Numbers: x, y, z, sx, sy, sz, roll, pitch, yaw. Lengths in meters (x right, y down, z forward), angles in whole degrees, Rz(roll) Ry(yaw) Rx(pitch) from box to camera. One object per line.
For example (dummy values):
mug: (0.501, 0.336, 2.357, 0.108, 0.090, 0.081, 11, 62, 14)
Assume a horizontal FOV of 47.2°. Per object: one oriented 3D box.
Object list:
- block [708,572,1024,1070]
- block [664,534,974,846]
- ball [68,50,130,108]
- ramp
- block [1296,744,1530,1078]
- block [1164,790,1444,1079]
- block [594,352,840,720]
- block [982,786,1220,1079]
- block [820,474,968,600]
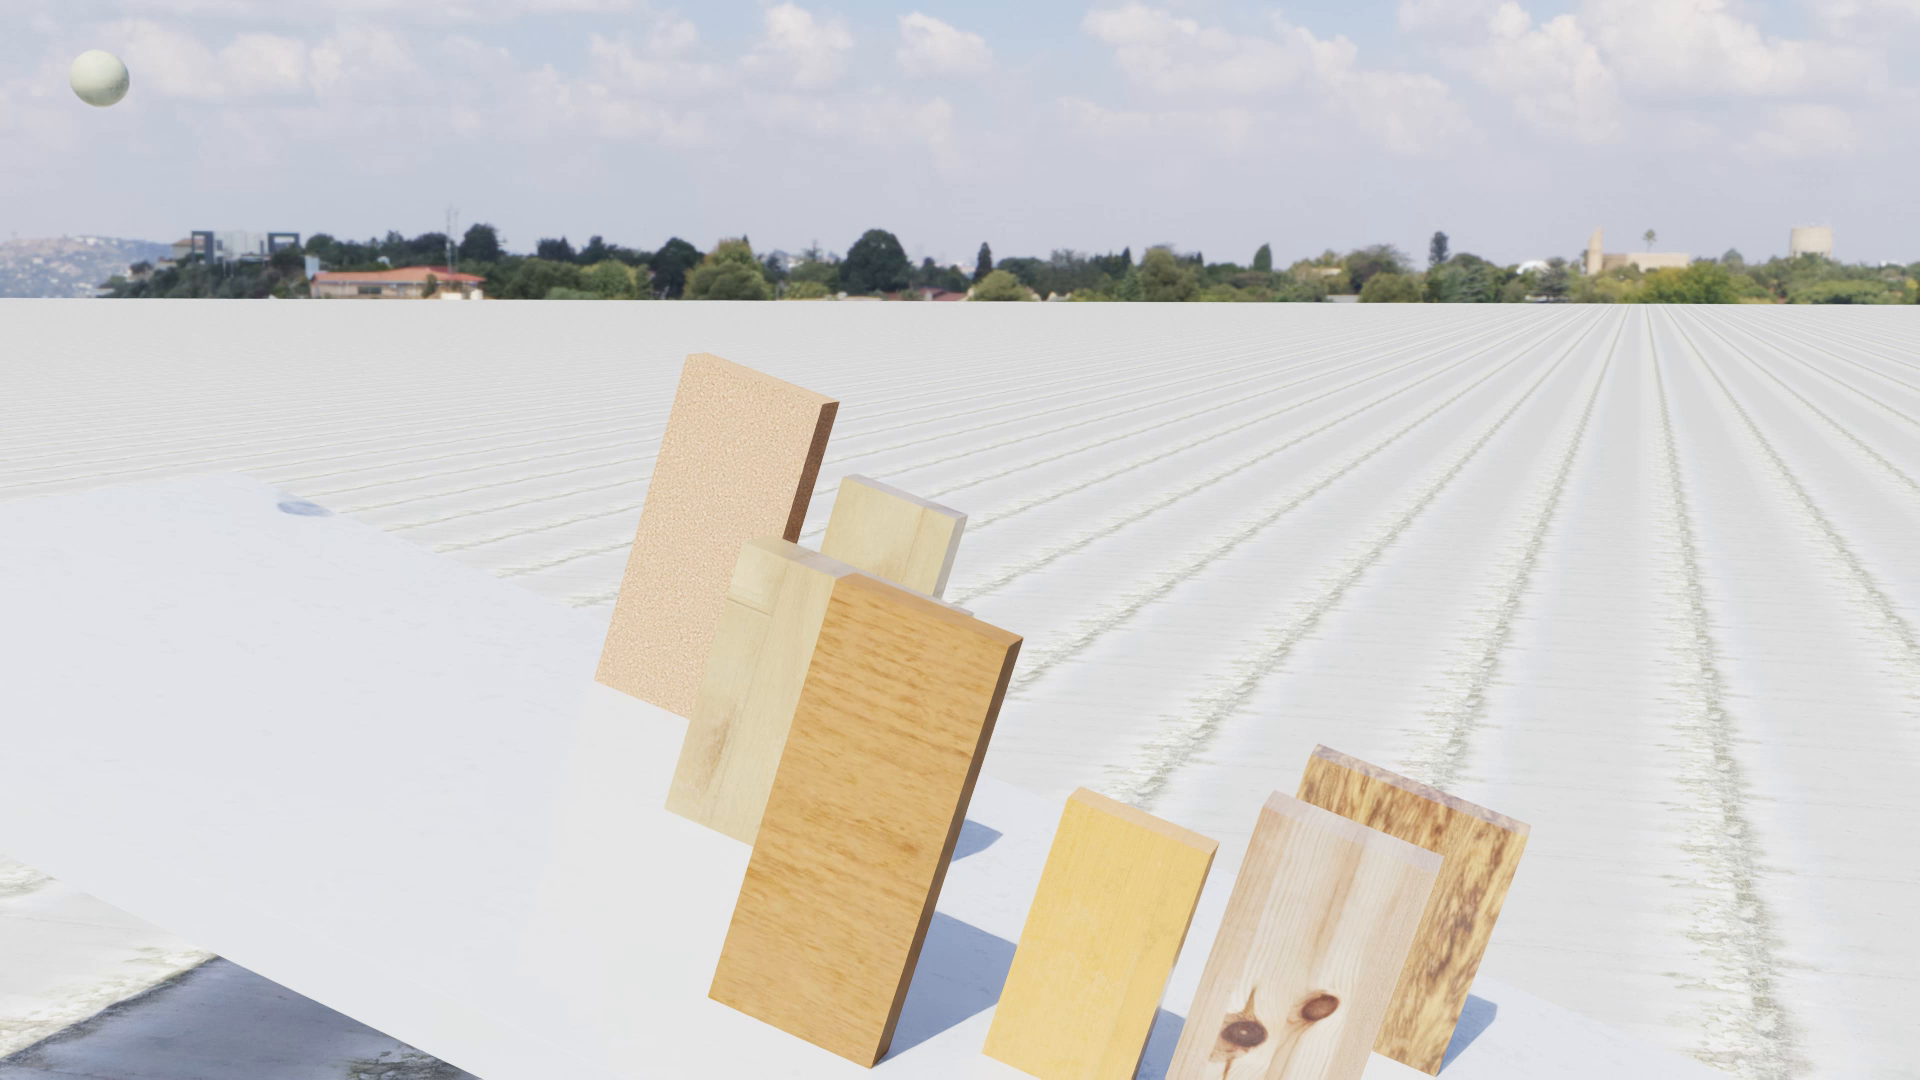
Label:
block: (-0.155, 0.446, 3.497, 0.294, 0.729, 0.088, 21, 12, 14)
block: (-0.276, 0.333, 4.255, 0.441, 0.560, 0.135, 21, 12, 14)
ball: (-1.767, -0.948, 4.517, 0.117, 0.117, 0.117, 0, 7, 0)
ramp: (-0.355, 0.668, 4.224, 4.000, 0.100, 2.000, 21, 12, 14)
block: (0.802, 0.710, 4.237, 0.427, 0.504, 0.100, 21, 12, 14)
block: (0.428, 0.732, 3.062, 0.246, 0.720, 0.102, 21, 12, 14)
block: (-0.540, 0.006, 4.854, 0.328, 0.768, 0.109, 21, 12, 14)
block: (0.231, 0.677, 3.640, 0.248, 0.471, 0.084, 21, 12, 14)
block: (-0.209, 0.183, 4.937, 0.277, 0.601, 0.093, 21, 12, 14)
